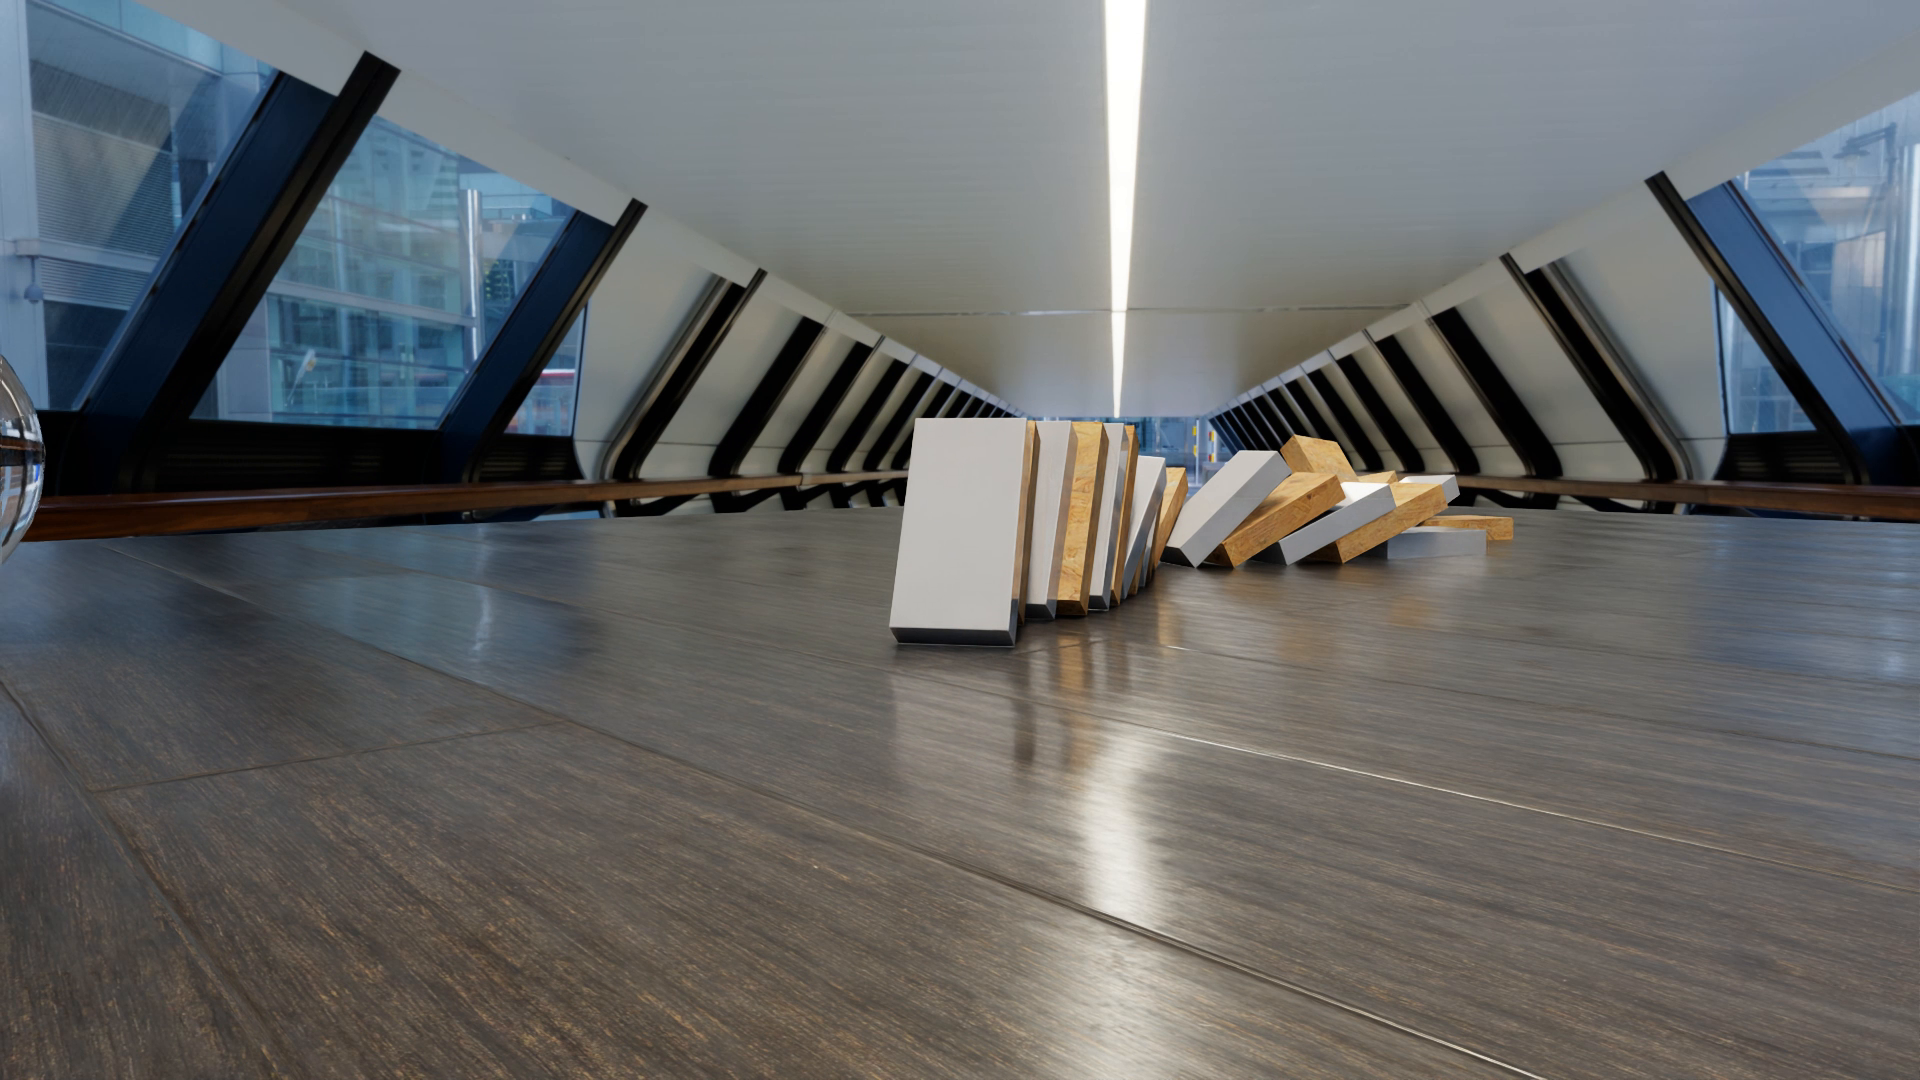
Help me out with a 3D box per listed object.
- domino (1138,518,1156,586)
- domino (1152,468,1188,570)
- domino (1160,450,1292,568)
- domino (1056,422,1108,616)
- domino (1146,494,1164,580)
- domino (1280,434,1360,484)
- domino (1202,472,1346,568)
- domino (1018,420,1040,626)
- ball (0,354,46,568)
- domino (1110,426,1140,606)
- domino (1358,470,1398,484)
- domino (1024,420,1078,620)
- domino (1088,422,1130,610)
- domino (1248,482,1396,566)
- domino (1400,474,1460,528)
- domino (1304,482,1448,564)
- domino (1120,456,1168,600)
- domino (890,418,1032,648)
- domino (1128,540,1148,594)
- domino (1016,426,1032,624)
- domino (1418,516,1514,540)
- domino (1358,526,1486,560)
[{"bbox_3d":[0.047,-0.005,0.401,0.025,0.010,0.050,1,36,14],"label":"domino"},{"bbox_3d":[0.063,-0.009,0.456,0.025,0.009,0.050,2,36,25],"label":"domino"},{"bbox_3d":[0.091,-0.011,0.454,0.050,0.010,0.025,-43,16,-11],"label":"domino"},{"bbox_3d":[0.022,-0.006,0.329,0.025,0.050,0.009,1,-25,19],"label":"domino"},{"bbox_3d":[0.052,-0.006,0.419,0.025,0.009,0.050,1,35,14],"label":"domino"},{"bbox_3d":[0.151,-0.020,0.519,0.025,0.050,0.010,6,-41,-31],"label":"domino"},{"bbox_3d":[0.109,-0.008,0.458,0.050,0.009,0.025,-30,13,-13],"label":"domino"},{"bbox_3d":[0.004,-0.005,0.310,0.025,0.050,0.010,1,-25,12],"label":"domino"},{"bbox_3d":[-0.245,-0.018,0.275,0.080,0.080,0.080,0,4,0],"label":"ball"},{"bbox_3d":[0.033,-0.007,0.349,0.025,0.050,0.010,1,-27,19],"label":"domino"},{"bbox_3d":[0.173,-0.015,0.560,0.025,0.009,0.050,-10,17,36],"label":"domino"},{"bbox_3d":[0.014,-0.006,0.320,0.025,0.050,0.010,1,-25,18],"label":"domino"},{"bbox_3d":[0.029,-0.007,0.338,0.025,0.050,0.009,1,-26,19],"label":"domino"},{"bbox_3d":[0.130,-0.006,0.465,0.050,0.009,0.025,-26,12,-17],"label":"domino"},{"bbox_3d":[0.194,-0.014,0.565,0.050,0.009,0.025,-29,16,-31],"label":"domino"},{"bbox_3d":[0.152,-0.007,0.476,0.050,0.009,0.025,-25,12,-17],"label":"domino"},{"bbox_3d":[0.041,-0.005,0.367,0.025,0.009,0.050,7,45,21],"label":"domino"},{"bbox_3d":[0.001,-0.002,0.277,0.025,0.050,0.009,1,-25,11],"label":"domino"},{"bbox_3d":[0.043,-0.003,0.383,0.025,0.010,0.050,1,36,16],"label":"domino"},{"bbox_3d":[0.002,-0.004,0.299,0.025,0.050,0.010,1,-25,11],"label":"domino"},{"bbox_3d":[0.219,-0.005,0.573,0.050,0.010,0.025,-2,5,-26],"label":"domino"},{"bbox_3d":[0.174,0.001,0.494,0.050,0.010,0.025,-2,5,-26],"label":"domino"}]
